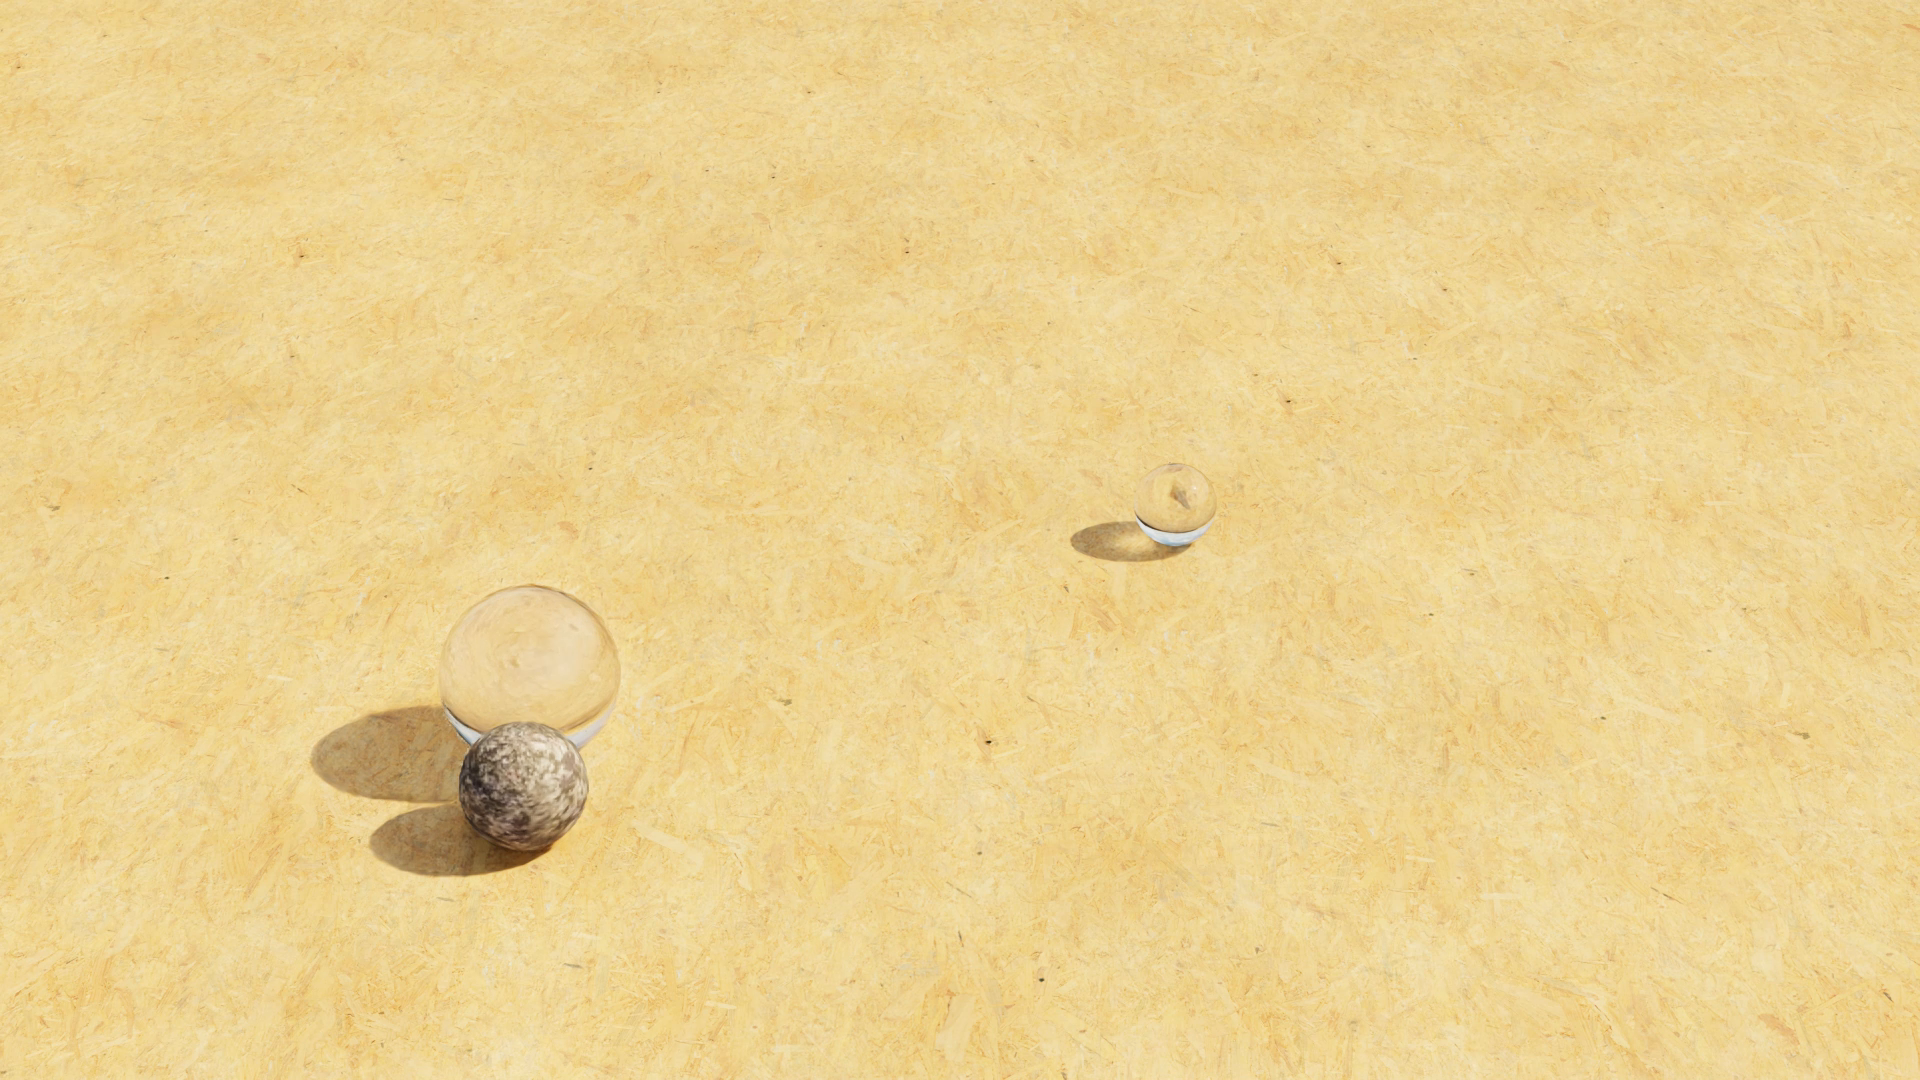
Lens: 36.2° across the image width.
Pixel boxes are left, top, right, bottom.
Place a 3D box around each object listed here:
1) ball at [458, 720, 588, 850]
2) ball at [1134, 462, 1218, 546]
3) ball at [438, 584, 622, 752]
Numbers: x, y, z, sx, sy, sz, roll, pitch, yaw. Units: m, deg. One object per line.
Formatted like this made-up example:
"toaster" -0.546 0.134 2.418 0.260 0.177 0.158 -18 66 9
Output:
"ball" -0.218 0.123 1.469 0.065 0.065 0.065 0 30 0
"ball" 0.127 -0.021 1.736 0.050 0.050 0.050 0 30 0
"ball" -0.224 0.070 1.530 0.095 0.095 0.095 0 30 0
